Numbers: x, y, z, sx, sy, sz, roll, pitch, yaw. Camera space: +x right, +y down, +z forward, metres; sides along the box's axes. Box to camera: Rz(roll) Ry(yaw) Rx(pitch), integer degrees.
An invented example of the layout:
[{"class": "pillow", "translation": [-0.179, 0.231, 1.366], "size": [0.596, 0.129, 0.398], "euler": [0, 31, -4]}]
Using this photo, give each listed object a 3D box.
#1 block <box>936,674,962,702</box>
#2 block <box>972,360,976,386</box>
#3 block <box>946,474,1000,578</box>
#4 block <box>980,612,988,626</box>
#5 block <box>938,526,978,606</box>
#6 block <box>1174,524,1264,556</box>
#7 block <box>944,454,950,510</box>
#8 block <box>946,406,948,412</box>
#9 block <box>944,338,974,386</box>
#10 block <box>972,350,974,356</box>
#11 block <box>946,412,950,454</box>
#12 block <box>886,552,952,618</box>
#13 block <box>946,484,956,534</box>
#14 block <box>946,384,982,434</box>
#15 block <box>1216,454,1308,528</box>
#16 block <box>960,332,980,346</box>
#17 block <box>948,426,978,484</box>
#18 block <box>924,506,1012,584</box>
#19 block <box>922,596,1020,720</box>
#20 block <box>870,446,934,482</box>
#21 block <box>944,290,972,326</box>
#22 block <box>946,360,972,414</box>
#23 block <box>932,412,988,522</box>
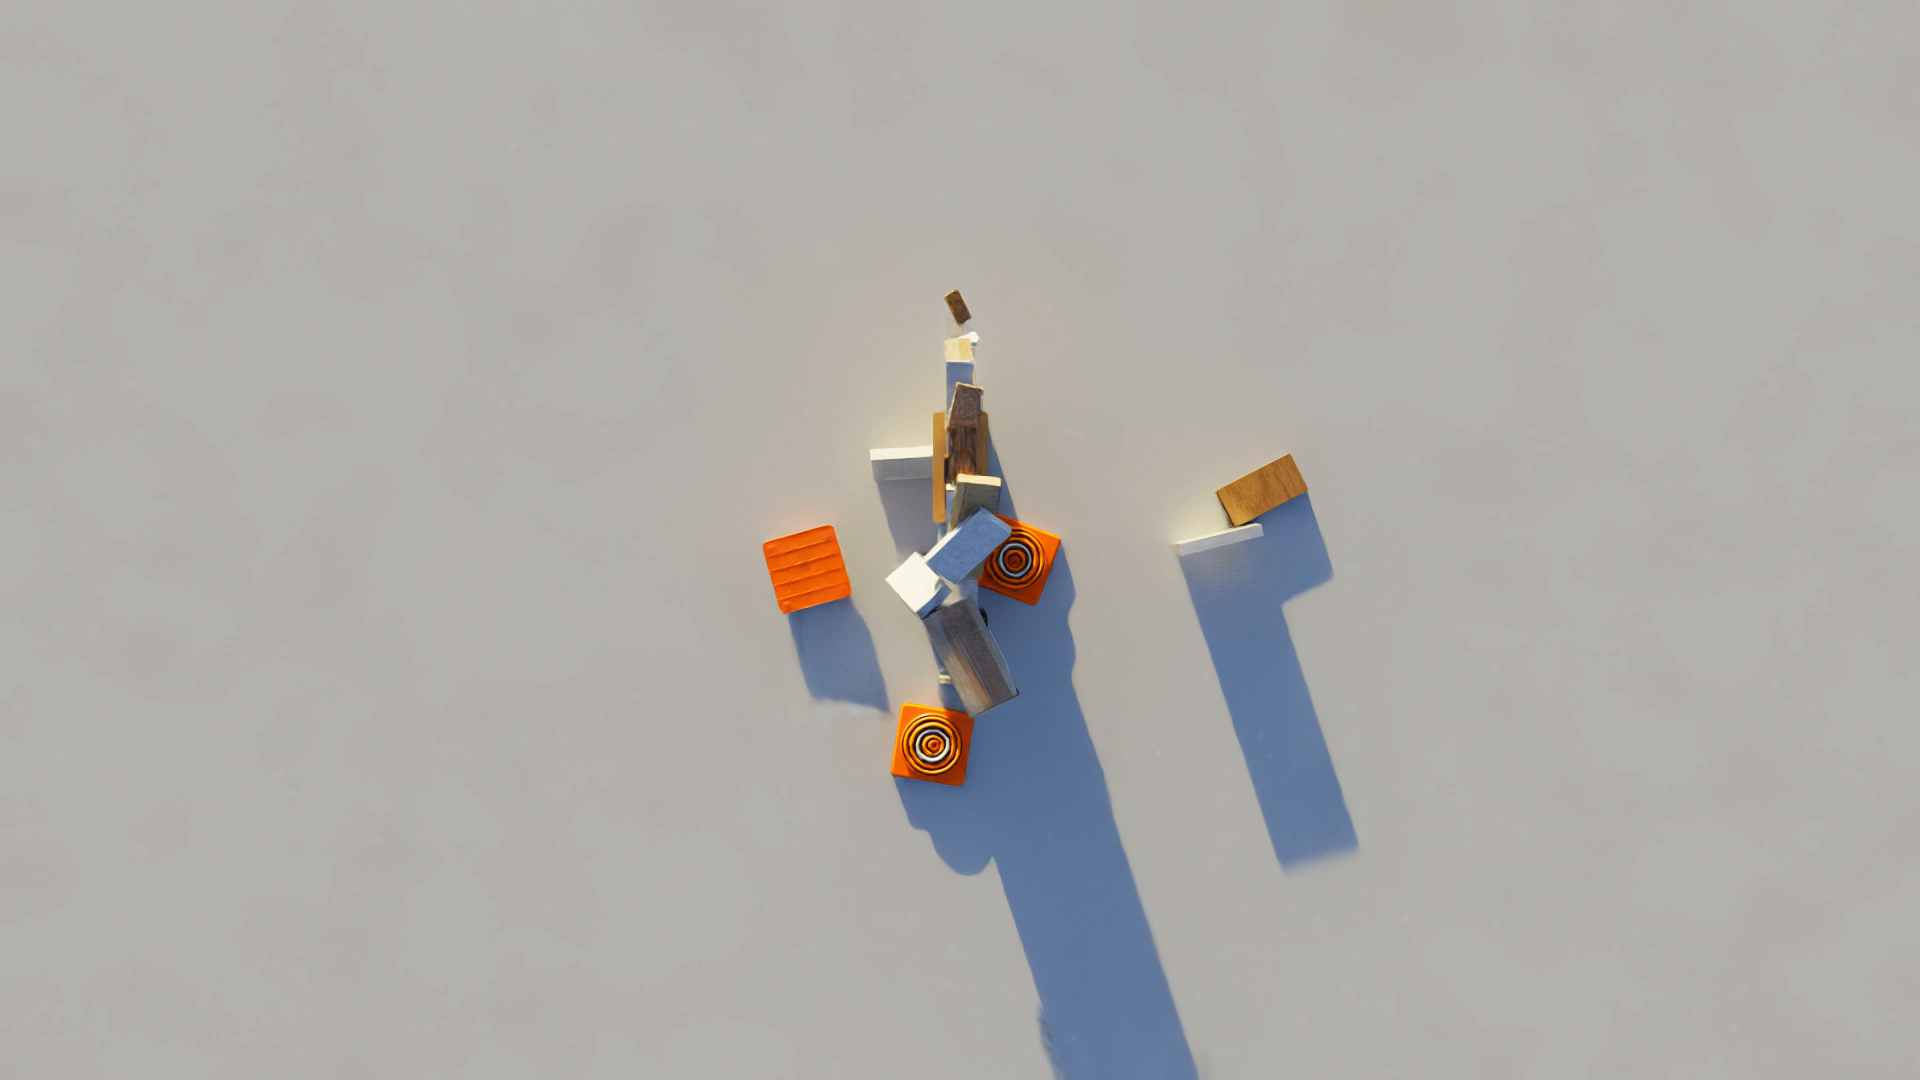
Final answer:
[{"class": "block", "translation": [0.014, 0.483, 5.329], "size": [0.171, 0.343, 0.049], "euler": [9, 90, 0]}, {"class": "block", "translation": [0.002, -0.504, 5.096], "size": [0.085, 0.024, 0.169], "euler": [-4, 63, -2]}, {"class": "block", "translation": [0.031, -0.040, 5.067], "size": [0.129, 0.036, 0.360], "euler": [6, 128, -6]}, {"class": "block", "translation": [0.001, 0.268, 5.329], "size": [0.171, 0.343, 0.049], "euler": [-1, 90, 0]}, {"class": "block", "translation": [-0.006, 0.081, 5.229], "size": [0.126, 0.036, 0.253], "euler": [1, 90, 0]}, {"class": "block", "translation": [0.852, -0.002, 5.431], "size": [0.273, 0.136, 0.039], "euler": [-14, 91, 0]}, {"class": "block", "translation": [-0.005, -0.178, 5.066], "size": [0.085, 0.024, 0.170], "euler": [0, 111, 0]}, {"class": "block", "translation": [0.001, -0.378, 5.098], "size": [0.085, 0.024, 0.169], "euler": [0, 88, 0]}, {"class": "block", "translation": [-0.001, -0.544, 5.074], "size": [0.078, 0.022, 0.157], "euler": [-5, 74, -2]}, {"class": "block", "translation": [0.014, -0.587, 5.390], "size": [0.050, 0.100, 0.014], "euler": [22, 49, 12]}, {"class": "block", "translation": [-0.002, -0.310, 5.070], "size": [0.085, 0.024, 0.169], "euler": [-1, 91, 0]}, {"class": "block", "translation": [-0.131, 0.143, 5.203], "size": [0.129, 0.257, 0.036], "euler": [-43, 123, -2]}, {"class": "block", "translation": [-0.002, -0.053, 5.096], "size": [0.085, 0.024, 0.271], "euler": [1, 128, -1]}, {"class": "block", "translation": [0.012, -0.393, 5.021], "size": [0.078, 0.022, 0.157], "euler": [13, 100, -5]}, {"class": "block", "translation": [1.003, -0.165, 5.481], "size": [0.273, 0.039, 0.136], "euler": [-27, 89, 0]}, {"class": "block", "translation": [0.008, -0.612, 5.127], "size": [0.100, 0.050, 0.014], "euler": [-22, 132, -3]}, {"class": "block", "translation": [0.010, -0.258, 5.011], "size": [0.085, 0.024, 0.170], "euler": [-1, 95, 0]}, {"class": "block", "translation": [0.023, 0.016, 5.064], "size": [0.129, 0.036, 0.257], "euler": [34, 119, -24]}, {"class": "block", "translation": [0.034, 0.364, 5.133], "size": [0.171, 0.049, 0.343], "euler": [-26, 90, 0]}, {"class": "block", "translation": [-0.154, -0.254, 5.431], "size": [0.273, 0.136, 0.039], "euler": [-4, 62, 0]}, {"class": "block", "translation": [-0.005, -0.730, 5.174], "size": [0.050, 0.014, 0.100], "euler": [-34, 104, -25]}, {"class": "block", "translation": [-0.002, -0.467, 5.029], "size": [0.078, 0.022, 0.157], "euler": [-2, 101, -2]}, {"class": "block", "translation": [0.001, -0.224, 5.134], "size": [0.171, 0.048, 0.341], "euler": [0, 90, 0]}]
